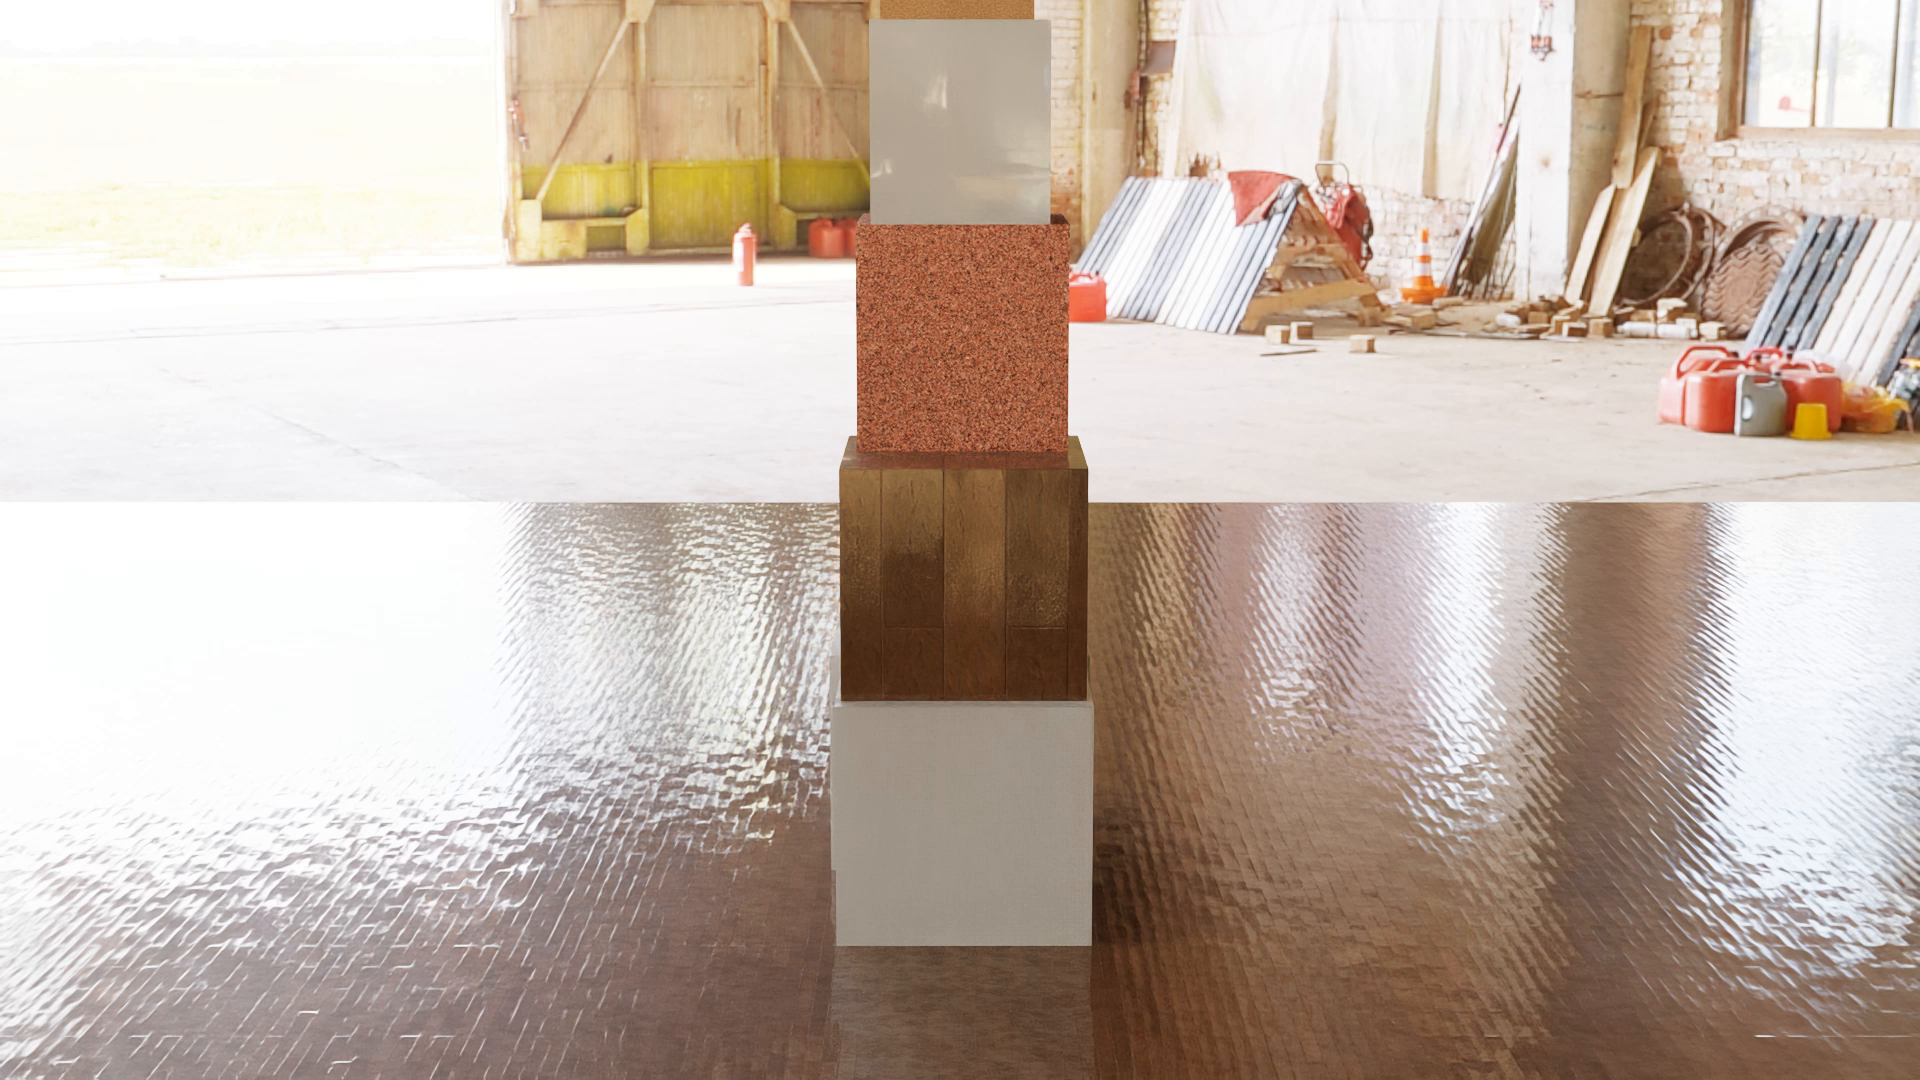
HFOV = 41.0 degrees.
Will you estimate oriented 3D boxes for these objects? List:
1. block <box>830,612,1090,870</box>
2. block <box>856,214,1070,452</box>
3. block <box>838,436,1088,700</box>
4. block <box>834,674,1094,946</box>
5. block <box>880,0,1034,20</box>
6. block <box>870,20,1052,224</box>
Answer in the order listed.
[{"bbox_3d":[-0.002,0.902,11.859,1.145,0.981,0.994,0,10,0],"label":"block"},{"bbox_3d":[0.011,-0.907,11.015,0.879,0.939,0.853,0,10,0],"label":"block"},{"bbox_3d":[0.015,0.098,10.767,0.994,0.950,0.960,0,10,0],"label":"block"},{"bbox_3d":[0.017,1.073,10.865,1.040,1.002,1.002,0,10,0],"label":"block"},{"bbox_3d":[-0.011,-2.513,10.723,0.629,0.679,0.651,0,10,0],"label":"block"},{"bbox_3d":[0.001,-1.774,10.858,0.737,0.824,0.838,0,10,0],"label":"block"}]
